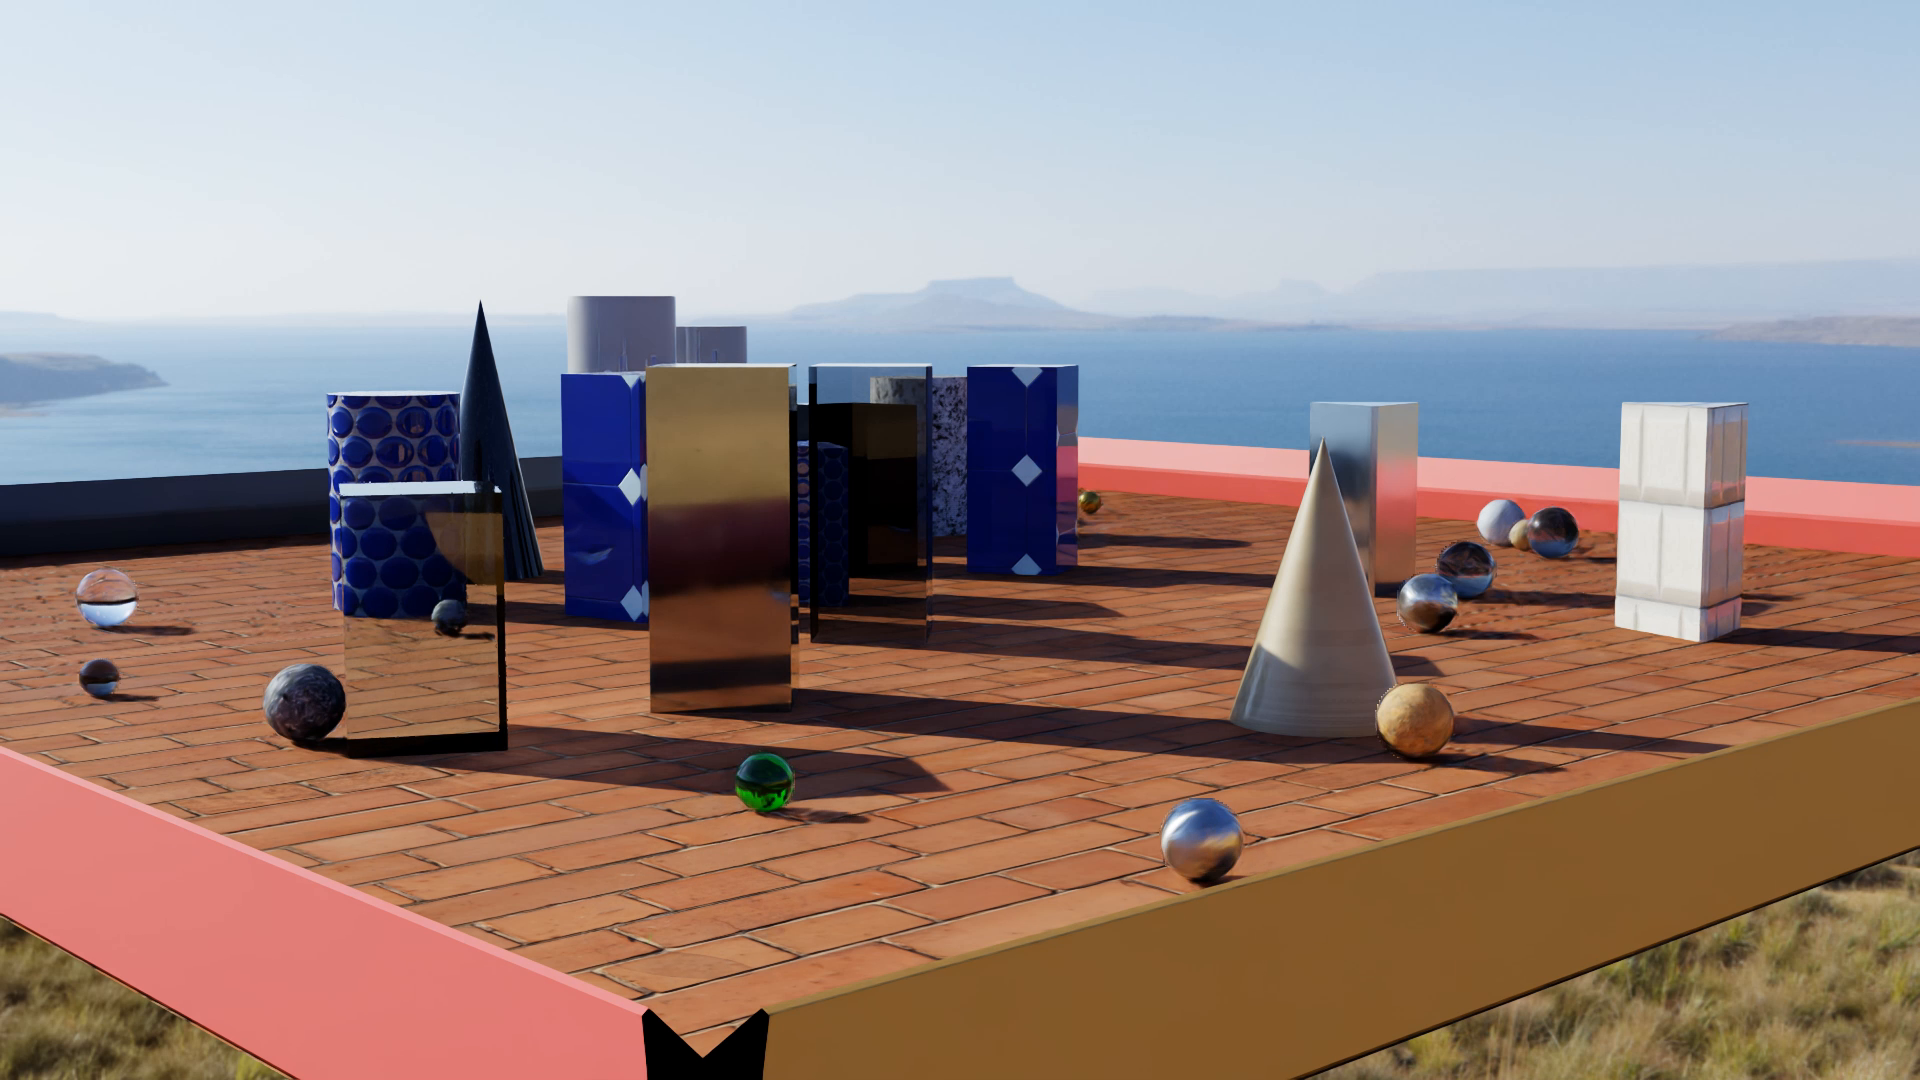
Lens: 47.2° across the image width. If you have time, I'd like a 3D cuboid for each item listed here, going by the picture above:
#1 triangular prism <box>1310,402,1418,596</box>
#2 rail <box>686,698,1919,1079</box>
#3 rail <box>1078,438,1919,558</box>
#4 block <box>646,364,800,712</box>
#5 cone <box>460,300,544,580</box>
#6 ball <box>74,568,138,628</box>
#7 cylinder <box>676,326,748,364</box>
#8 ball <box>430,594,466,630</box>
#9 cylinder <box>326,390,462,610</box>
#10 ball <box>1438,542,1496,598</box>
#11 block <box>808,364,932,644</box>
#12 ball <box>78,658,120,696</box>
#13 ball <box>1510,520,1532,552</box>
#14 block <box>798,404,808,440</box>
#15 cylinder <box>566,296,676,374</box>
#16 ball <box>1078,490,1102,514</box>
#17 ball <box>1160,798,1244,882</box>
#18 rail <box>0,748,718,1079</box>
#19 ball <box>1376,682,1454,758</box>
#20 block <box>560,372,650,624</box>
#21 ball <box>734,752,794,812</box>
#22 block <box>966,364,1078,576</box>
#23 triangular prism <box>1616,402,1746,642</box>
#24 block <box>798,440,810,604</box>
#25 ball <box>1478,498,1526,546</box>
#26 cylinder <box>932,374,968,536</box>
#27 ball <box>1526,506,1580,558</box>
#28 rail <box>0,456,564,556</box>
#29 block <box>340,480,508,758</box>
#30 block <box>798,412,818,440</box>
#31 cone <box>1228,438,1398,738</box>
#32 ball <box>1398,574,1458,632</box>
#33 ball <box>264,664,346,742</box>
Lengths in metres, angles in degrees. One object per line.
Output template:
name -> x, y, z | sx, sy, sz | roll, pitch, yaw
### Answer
triangular prism -> 0.625, -0.070, 3.508 | 0.146, 0.297, 0.169 | 4, 7, 34
rail -> 1.110, 0.158, 2.136 | 3.384, 0.126, 0.045 | -5, 8, -42
rail -> 1.226, -0.085, 4.457 | 0.045, 0.126, 3.320 | -5, 8, -42
block -> -0.266, -0.007, 2.494 | 0.156, 0.382, 0.156 | 0, 6, -1
cone -> -0.800, -0.174, 3.692 | 0.195, 0.464, 0.195 | 0, 6, 0
ball -> -1.200, 0.082, 3.091 | 0.082, 0.082, 0.082 | 0, 6, 0
cylinder -> -0.527, -0.227, 4.453 | 0.195, 0.411, 0.195 | 0, 6, 0
ball -> -0.715, 0.101, 3.070 | 0.049, 0.049, 0.049 | 0, 6, 0
cylinder -> -0.849, -0.061, 3.312 | 0.195, 0.320, 0.195 | 0, 6, 0
ball -> 0.785, 0.046, 3.407 | 0.087, 0.087, 0.087 | 0, 6, 0
block -> -0.119, -0.054, 3.002 | 0.156, 0.370, 0.156 | 0, 6, 2
ball -> -0.994, 0.159, 2.540 | 0.043, 0.043, 0.043 | 0, 6, 0
ball -> 1.046, -0.008, 4.066 | 0.057, 0.057, 0.057 | 0, 6, 0
block -> -0.181, -0.095, 3.816 | 0.156, 0.282, 0.156 | 6, 8, 44
cylinder -> -0.608, -0.204, 3.968 | 0.195, 0.468, 0.195 | 0, 6, 0
ball -> 0.284, -0.083, 4.811 | 0.050, 0.050, 0.050 | 0, 6, 0
ball -> 0.189, 0.235, 1.718 | 0.064, 0.064, 0.064 | 0, 6, 0
rail -> -1.226, 0.151, 2.207 | 0.045, 0.126, 3.320 | -5, 8, -42
ball -> 0.453, 0.180, 2.188 | 0.075, 0.075, 0.075 | 0, 6, 0
block -> -0.470, -0.068, 3.221 | 0.156, 0.352, 0.156 | 4, 7, 36
ball -> -0.174, 0.215, 1.956 | 0.053, 0.053, 0.053 | 0, 6, 0
block -> 0.109, -0.124, 3.770 | 0.156, 0.349, 0.156 | 2, 6, 16
triangular prism -> 0.986, -0.031, 3.049 | 0.146, 0.315, 0.169 | 4, 7, 34
block -> -0.260, -0.030, 3.411 | 0.156, 0.238, 0.156 | -2, 6, -15
ball -> 1.024, -0.033, 4.153 | 0.089, 0.089, 0.089 | 0, 6, 0
cylinder -> -0.078, -0.172, 4.405 | 0.195, 0.312, 0.195 | 0, 6, 0
ball -> 1.064, -0.014, 3.946 | 0.093, 0.093, 0.093 | 0, 6, 0
rail -> -1.110, -0.092, 4.528 | 3.384, 0.126, 0.045 | -5, 8, -42
block -> -0.555, 0.077, 2.268 | 0.156, 0.263, 0.156 | -2, 6, -16
block -> -0.361, -0.118, 4.217 | 0.156, 0.245, 0.156 | -1, 6, -13
cone -> 0.390, 0.042, 2.376 | 0.195, 0.309, 0.195 | 0, 6, 0
ball -> 0.648, 0.087, 3.043 | 0.082, 0.082, 0.082 | 0, 6, 0
ball -> -0.677, 0.168, 2.271 | 0.081, 0.081, 0.081 | 0, 6, 0
